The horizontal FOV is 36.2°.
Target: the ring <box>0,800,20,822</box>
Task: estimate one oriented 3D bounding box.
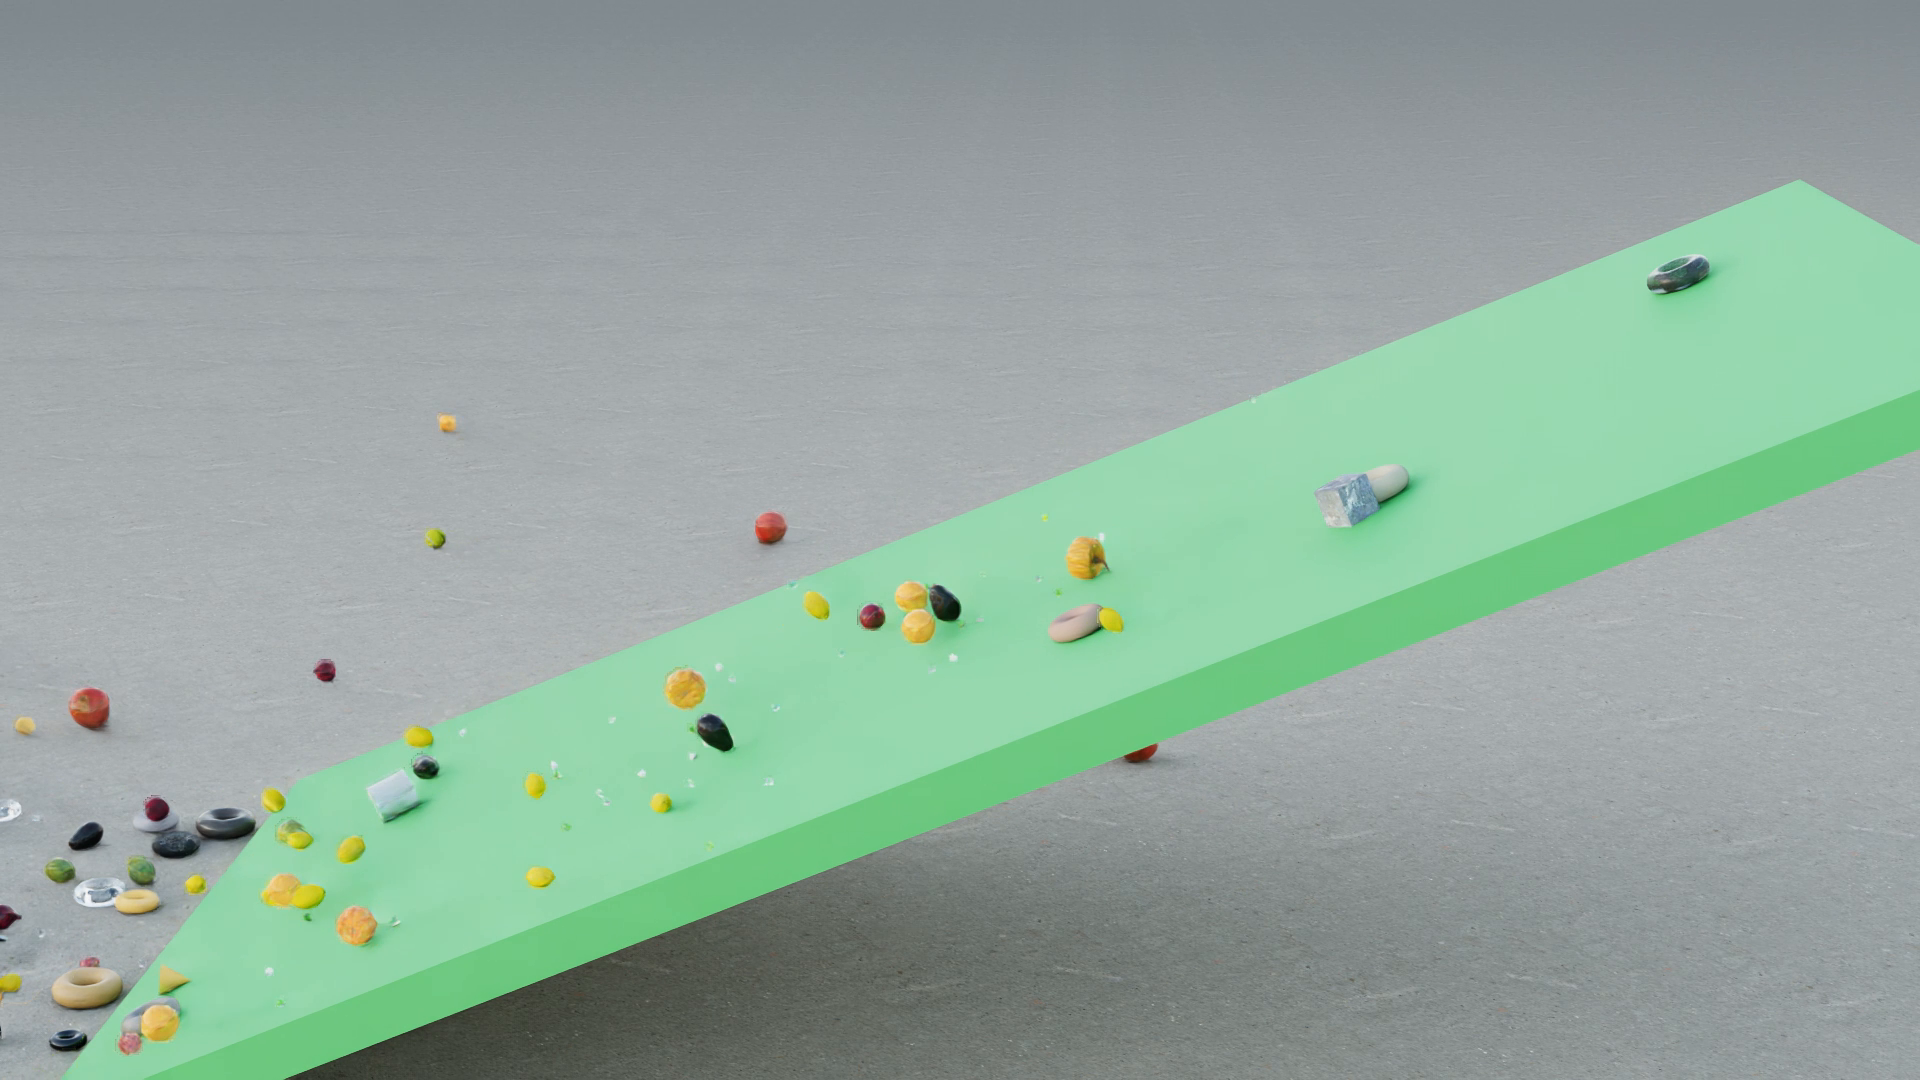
[{"bbox_3d":[-2.452,0.691,7.512,0.104,0.035,0.104,-1,15,0],"label":"ring"}]

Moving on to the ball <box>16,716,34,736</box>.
[{"bbox_3d":[-2.594,0.516,8.162,0.051,0.051,0.051,0,14,0],"label":"ball"}]

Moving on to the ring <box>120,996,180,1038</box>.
[{"bbox_3d":[-1.612,0.951,5.853,0.126,0.042,0.126,-23,11,5],"label":"ring"}]

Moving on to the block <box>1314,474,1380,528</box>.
[{"bbox_3d":[0.758,-0.078,5.767,0.078,0.078,0.078,-30,14,-27],"label":"block"}]

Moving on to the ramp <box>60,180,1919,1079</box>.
[{"bbox_3d":[0.128,0.172,6.287,4.000,0.100,2.000,-22,12,8],"label":"ramp"}]

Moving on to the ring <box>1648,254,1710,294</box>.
[{"bbox_3d":[1.581,-0.585,6.475,0.143,0.048,0.143,-24,12,5],"label":"ring"}]

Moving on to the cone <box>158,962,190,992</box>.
[{"bbox_3d":[-1.617,0.909,6.070,0.063,0.063,0.063,15,9,-20],"label":"cone"}]

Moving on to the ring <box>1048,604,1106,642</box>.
[{"bbox_3d":[0.231,0.164,5.803,0.122,0.041,0.122,-24,11,5],"label":"ring"}]

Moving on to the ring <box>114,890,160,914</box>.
[{"bbox_3d":[-1.931,0.849,6.900,0.101,0.034,0.101,1,14,0],"label":"ring"}]

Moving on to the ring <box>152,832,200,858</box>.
[{"bbox_3d":[-1.936,0.752,7.266,0.116,0.039,0.116,1,15,0],"label":"ring"}]

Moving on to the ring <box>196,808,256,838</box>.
[{"bbox_3d":[-1.847,0.712,7.401,0.148,0.049,0.148,1,13,0],"label":"ring"}]

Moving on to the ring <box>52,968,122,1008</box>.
[{"bbox_3d":[-1.894,0.972,6.386,0.150,0.050,0.150,1,15,0],"label":"ring"}]

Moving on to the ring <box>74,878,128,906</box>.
[{"bbox_3d":[-2.030,0.832,6.950,0.124,0.041,0.124,1,14,0],"label":"ring"}]

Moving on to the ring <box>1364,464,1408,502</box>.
[{"bbox_3d":[0.829,-0.109,5.849,0.136,0.045,0.136,-24,11,5],"label":"ring"}]

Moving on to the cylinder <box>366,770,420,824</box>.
[{"bbox_3d":[-1.289,0.584,6.693,0.090,0.090,0.090,-27,23,-17],"label":"cylinder"}]

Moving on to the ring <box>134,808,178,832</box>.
[{"bbox_3d":[-2.033,0.709,7.438,0.112,0.037,0.112,-1,14,0],"label":"ring"}]

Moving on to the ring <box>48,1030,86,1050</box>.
[{"bbox_3d":[-1.864,1.046,6.147,0.077,0.026,0.077,1,13,0],"label":"ring"}]
